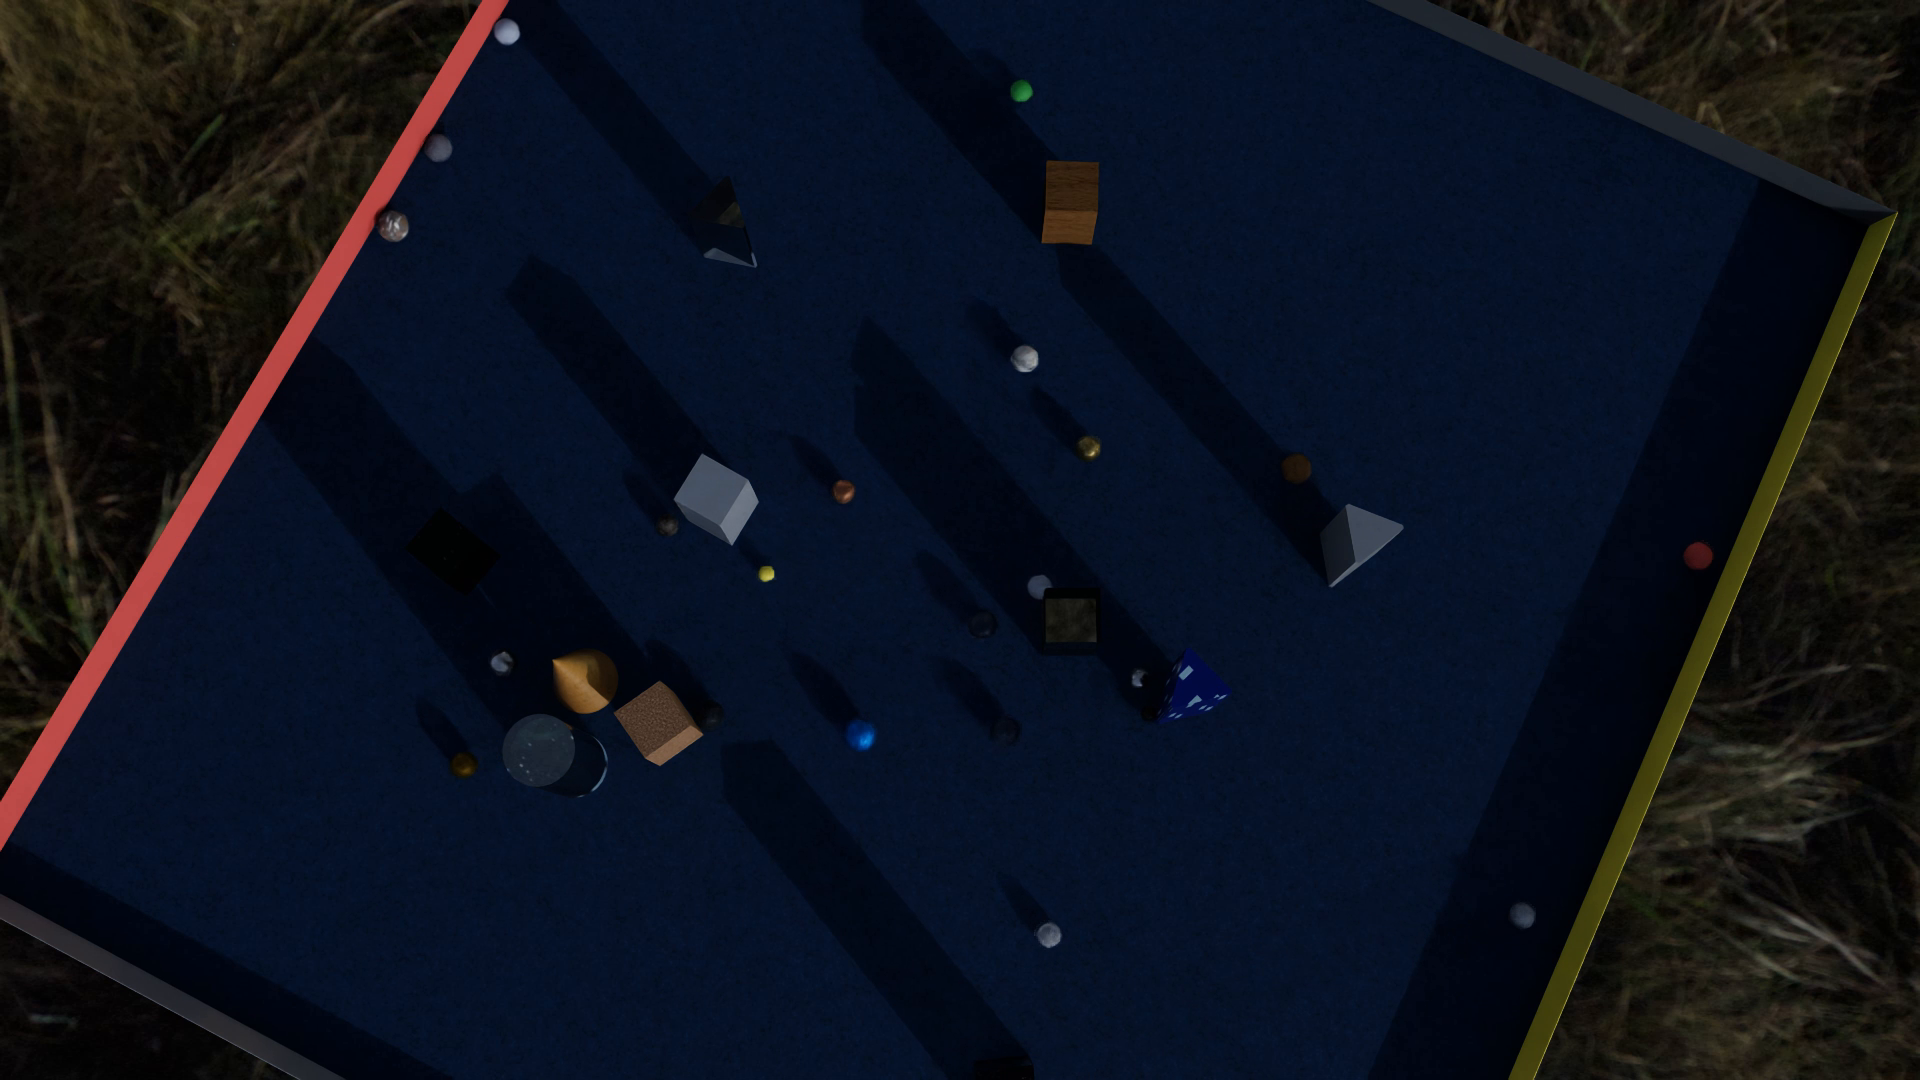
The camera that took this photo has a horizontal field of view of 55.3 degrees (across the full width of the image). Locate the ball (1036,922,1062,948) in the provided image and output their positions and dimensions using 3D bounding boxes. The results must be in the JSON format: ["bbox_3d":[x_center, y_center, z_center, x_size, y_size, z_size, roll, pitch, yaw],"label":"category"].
[{"bbox_3d":[0.260,1.151,5.342,0.072,0.072,0.072,0,78,0],"label":"ball"}]

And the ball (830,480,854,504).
[{"bbox_3d":[-0.359,-0.148,5.610,0.073,0.073,0.073,0,78,0],"label":"ball"}]

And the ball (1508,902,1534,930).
[{"bbox_3d":[1.639,1.098,5.350,0.077,0.077,0.077,0,78,0],"label":"ball"}]

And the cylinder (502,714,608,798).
[{"bbox_3d":[-1.152,0.623,5.245,0.199,0.476,0.199,0,78,0],"label":"cylinder"}]

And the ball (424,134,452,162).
[{"bbox_3d":[-1.660,-1.247,5.830,0.088,0.088,0.088,0,78,0],"label":"ball"}]

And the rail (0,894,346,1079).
[{"bbox_3d":[-0.987,1.940,5.148,4.292,0.129,0.045,26,80,5],"label":"rail"}]

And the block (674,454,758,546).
[{"bbox_3d":[-0.727,-0.118,5.493,0.159,0.290,0.159,29,80,6],"label":"block"}]

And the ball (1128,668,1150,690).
[{"bbox_3d":[0.538,0.416,5.497,0.066,0.066,0.066,0,78,0],"label":"ball"}]

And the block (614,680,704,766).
[{"bbox_3d":[-0.879,0.539,5.365,0.159,0.274,0.159,-35,80,-7],"label":"block"}]

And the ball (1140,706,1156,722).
[{"bbox_3d":[0.563,0.520,5.484,0.049,0.049,0.049,0,78,0],"label":"ball"}]

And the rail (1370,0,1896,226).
[{"bbox_3d":[0.987,-1.926,5.948,4.292,0.129,0.045,26,80,5],"label":"rail"}]

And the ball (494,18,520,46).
[{"bbox_3d":[-1.463,-1.639,5.913,0.084,0.084,0.084,0,78,0],"label":"ball"}]

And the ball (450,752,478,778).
[{"bbox_3d":[-1.471,0.666,5.439,0.078,0.078,0.078,0,78,0],"label":"ball"}]

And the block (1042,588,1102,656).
[{"bbox_3d":[0.327,0.244,5.425,0.159,0.276,0.159,0,78,0],"label":"block"}]

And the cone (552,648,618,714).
[{"bbox_3d":[-1.130,0.378,5.303,0.199,0.460,0.199,0,78,0],"label":"cone"}]

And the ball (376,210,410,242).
[{"bbox_3d":[-1.785,-0.988,5.771,0.098,0.098,0.098,0,78,0],"label":"ball"}]

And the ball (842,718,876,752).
[{"bbox_3d":[-0.299,0.578,5.446,0.099,0.099,0.099,0,78,0],"label":"ball"}]

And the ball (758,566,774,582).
[{"bbox_3d":[-0.588,0.101,5.570,0.050,0.050,0.050,0,78,0],"label":"ball"}]

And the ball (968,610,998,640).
[{"bbox_3d":[0.068,0.255,5.517,0.092,0.092,0.092,0,78,0],"label":"ball"}]

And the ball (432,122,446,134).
[{"bbox_3d":[-1.670,-1.317,5.868,0.043,0.043,0.043,0,78,0],"label":"ball"}]

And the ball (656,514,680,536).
[{"bbox_3d":[-0.892,-0.046,5.591,0.069,0.069,0.069,0,78,0],"label":"ball"}]

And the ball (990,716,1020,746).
[{"bbox_3d":[0.135,0.567,5.454,0.088,0.088,0.088,0,78,0],"label":"ball"}]

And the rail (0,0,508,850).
[{"bbox_3d":[-1.898,-0.923,5.741,0.045,0.129,4.461,26,80,5],"label":"rail"}]

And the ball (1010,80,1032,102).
[{"bbox_3d":[0.195,-1.439,5.878,0.072,0.072,0.072,0,78,0],"label":"ball"}]

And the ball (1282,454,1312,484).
[{"bbox_3d":[1.031,-0.216,5.614,0.092,0.092,0.092,0,78,0],"label":"ball"}]

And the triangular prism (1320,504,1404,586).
[{"bbox_3d":[1.152,-0.005,5.420,0.172,0.387,0.149,-37,81,-7],"label":"triangular prism"}]

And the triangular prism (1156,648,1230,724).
[{"bbox_3d":[0.652,0.415,5.303,0.172,0.447,0.149,-13,79,-3],"label":"triangular prism"}]

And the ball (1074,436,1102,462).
[{"bbox_3d":[0.393,-0.280,5.633,0.081,0.081,0.081,0,78,0],"label":"ball"}]

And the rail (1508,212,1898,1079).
[{"bbox_3d":[1.898,0.936,5.356,0.045,0.129,4.461,26,80,5],"label":"rail"}]

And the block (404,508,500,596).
[{"bbox_3d":[-1.515,0.037,5.484,0.159,0.244,0.159,38,81,7],"label":"block"}]

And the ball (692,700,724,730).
[{"bbox_3d":[-0.750,0.521,5.462,0.092,0.092,0.092,0,78,0],"label":"ball"}]

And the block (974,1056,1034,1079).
[{"bbox_3d":[0.128,1.541,5.112,0.159,0.365,0.159,-6,78,-1],"label":"block"}]

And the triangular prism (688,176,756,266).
[{"bbox_3d":[-0.712,-0.987,5.649,0.172,0.338,0.149,12,79,2],"label":"triangular prism"}]

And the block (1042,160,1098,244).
[{"bbox_3d":[0.340,-1.045,5.691,0.159,0.278,0.159,2,78,0],"label":"block"}]

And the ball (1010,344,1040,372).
[{"bbox_3d":[0.202,-0.562,5.689,0.087,0.087,0.087,0,78,0],"label":"ball"}]

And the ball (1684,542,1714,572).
[{"bbox_3d":[2.241,0.051,5.562,0.087,0.087,0.087,0,78,0],"label":"ball"}]

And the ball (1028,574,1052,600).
[{"bbox_3d":[0.243,0.143,5.549,0.075,0.075,0.075,0,78,0],"label":"ball"}]

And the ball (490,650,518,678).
[{"bbox_3d":[-1.369,0.370,5.498,0.083,0.083,0.083,0,78,0],"label":"ball"}]
